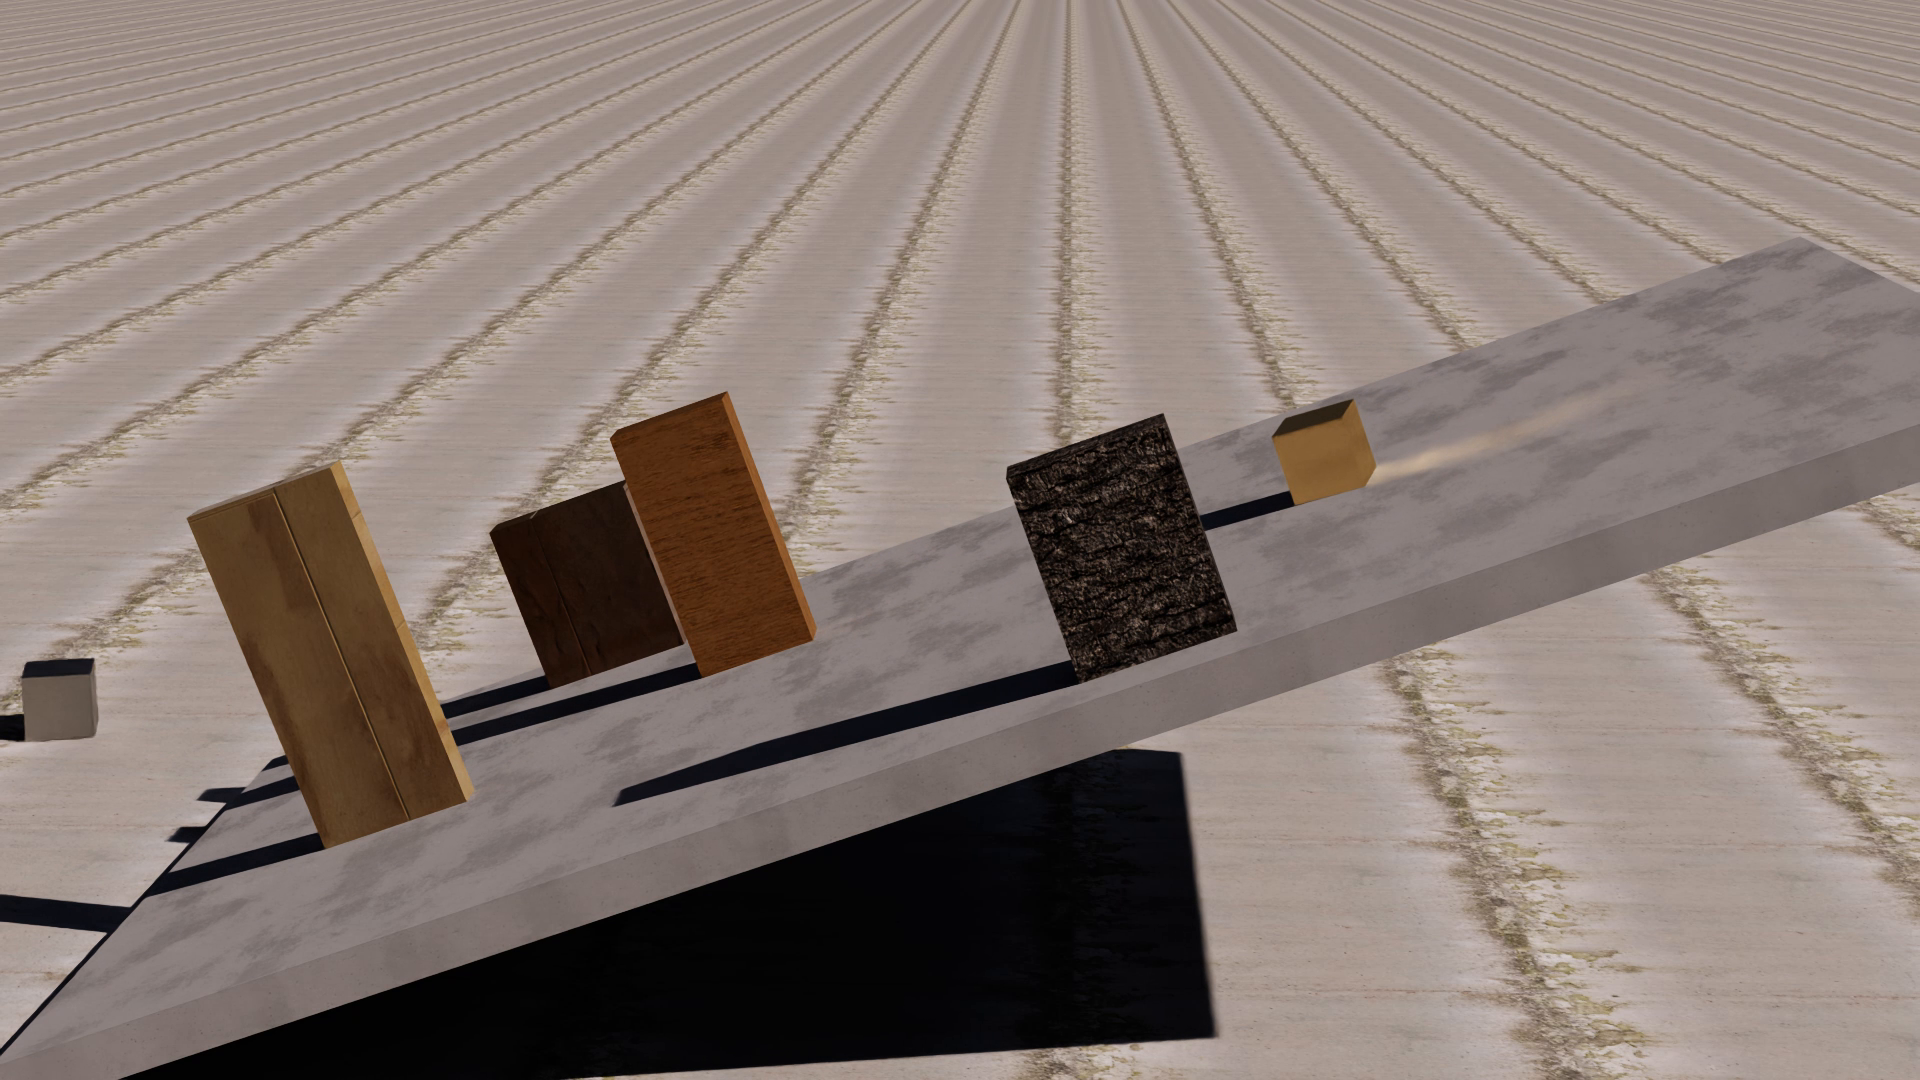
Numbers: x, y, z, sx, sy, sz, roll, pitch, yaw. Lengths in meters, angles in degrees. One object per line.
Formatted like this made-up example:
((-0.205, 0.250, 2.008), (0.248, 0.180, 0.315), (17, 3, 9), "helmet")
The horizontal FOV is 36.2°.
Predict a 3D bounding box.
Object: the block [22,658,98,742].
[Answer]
((-2.461, 0.436, 8.044), (0.180, 0.180, 0.180), (-3, 13, -13), "block")

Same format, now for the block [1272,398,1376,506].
((0.772, -0.187, 6.227), (0.156, 0.156, 0.156), (-16, 12, 21), "block")

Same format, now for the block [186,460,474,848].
((-1.332, 0.246, 6.244), (0.328, 0.768, 0.084), (-19, 11, 6), "block")

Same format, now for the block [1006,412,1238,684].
((0.299, 0.015, 5.430), (0.306, 0.409, 0.115), (-19, 11, 6), "block")

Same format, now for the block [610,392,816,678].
((-0.550, -0.011, 6.599), (0.266, 0.580, 0.112), (-19, 11, 6), "block")

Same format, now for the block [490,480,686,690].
((-0.889, 0.106, 7.075), (0.344, 0.409, 0.100), (-19, 11, 6), "block")

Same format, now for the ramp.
((0.112, 0.178, 6.300), (4.000, 0.100, 2.000), (-19, 11, 6), "ramp")
